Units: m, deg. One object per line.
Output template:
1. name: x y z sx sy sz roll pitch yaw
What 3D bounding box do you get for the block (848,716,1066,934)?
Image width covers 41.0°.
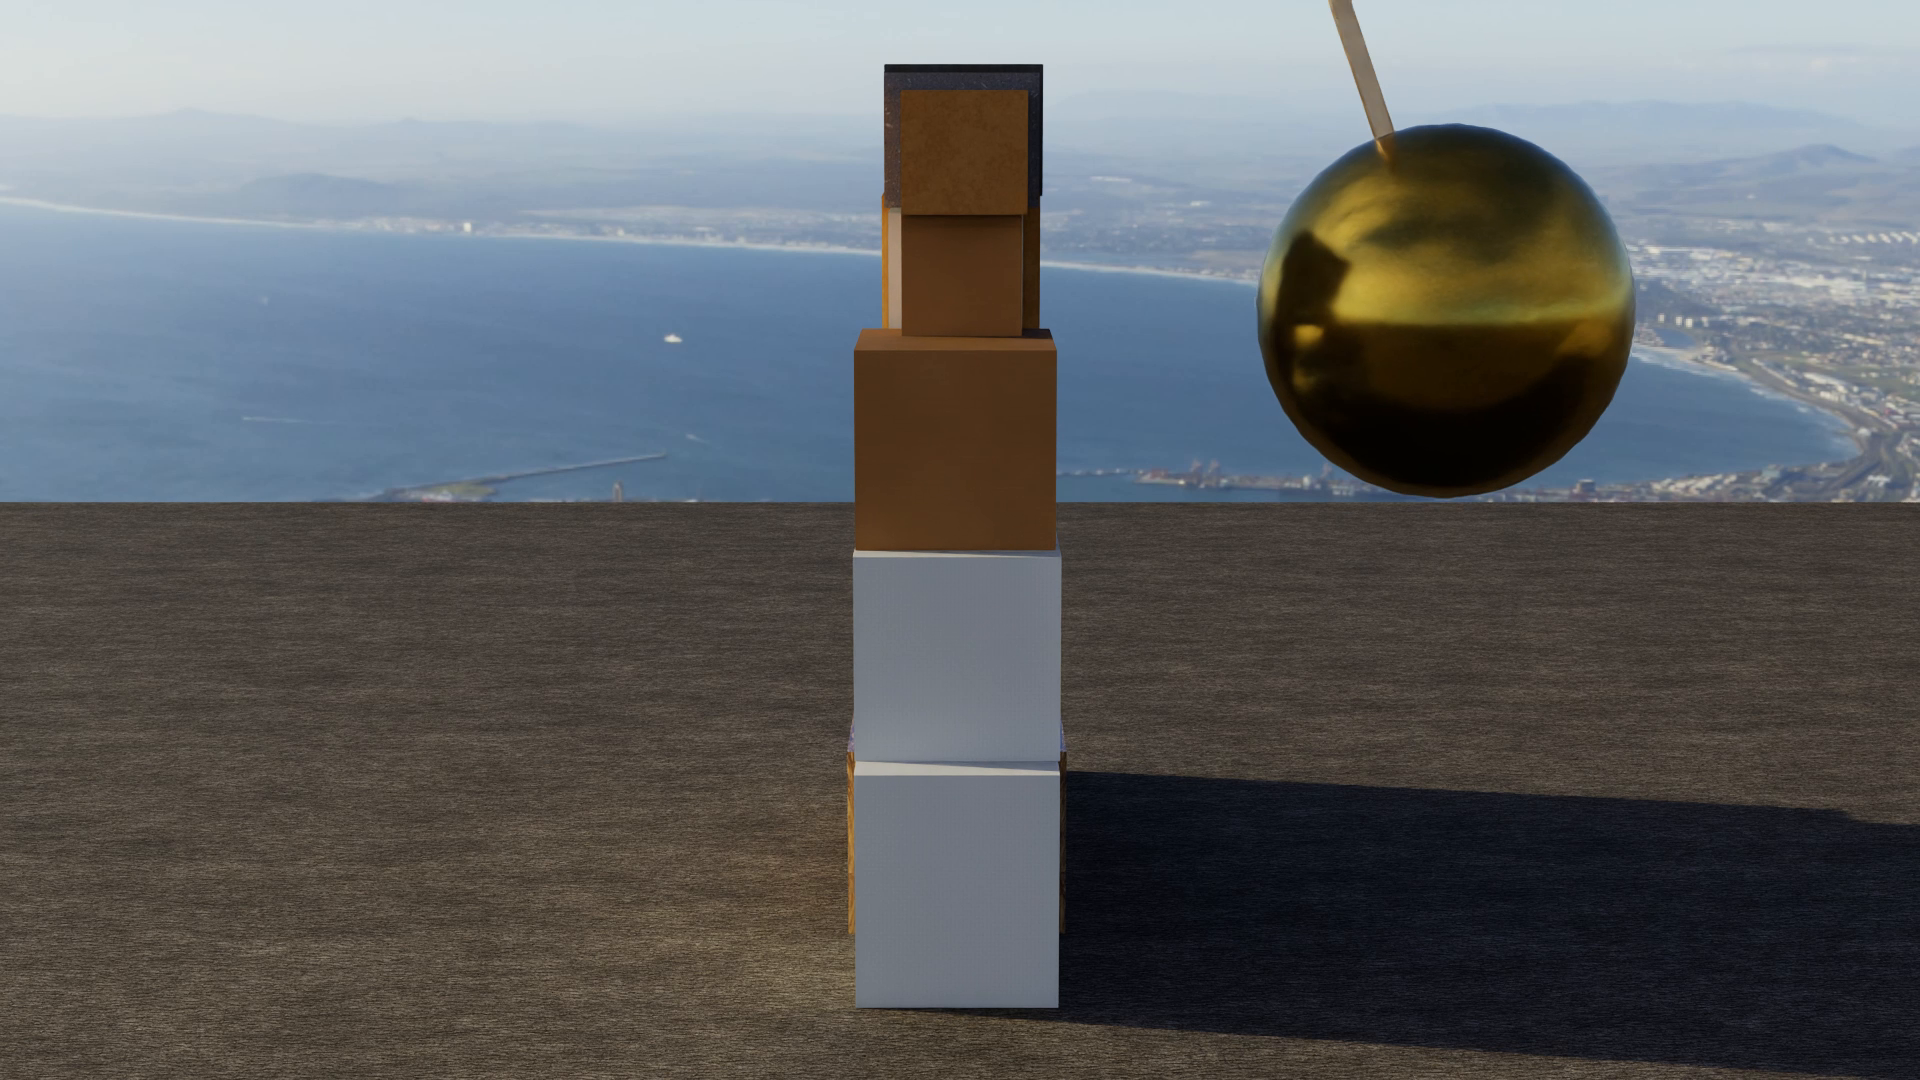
1. block: -0.013 1.164 10.996 0.896 0.776 0.922 0 10 0

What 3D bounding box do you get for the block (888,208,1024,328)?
1. block: -0.018 -1.100 10.913 0.558 0.607 0.523 0 10 0

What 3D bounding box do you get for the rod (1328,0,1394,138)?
1. rod: 0.899 -4.117 10.432 0.080 5.200 0.080 -20 10 4

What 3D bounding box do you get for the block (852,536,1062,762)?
1. block: -0.010 0.384 10.123 0.786 0.793 0.794 0 10 0

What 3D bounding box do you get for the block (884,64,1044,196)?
1. block: 0.016 -1.831 11.415 0.684 0.561 0.709 0 10 0

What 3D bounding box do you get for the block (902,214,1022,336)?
1. block: 0.007 -1.094 10.392 0.475 0.486 0.504 0 10 0

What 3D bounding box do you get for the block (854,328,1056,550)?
1. block: -0.017 -0.412 10.142 0.765 0.766 0.838 0 10 0

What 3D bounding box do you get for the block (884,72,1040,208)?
1. block: 0.007 -1.677 10.746 0.631 0.542 0.652 0 9 0

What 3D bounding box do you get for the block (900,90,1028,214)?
1. block: 0.017 -1.544 10.183 0.492 0.475 0.494 0 10 0

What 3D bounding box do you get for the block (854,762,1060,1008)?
1. block: -0.011 1.255 10.104 0.772 0.915 0.846 0 10 0

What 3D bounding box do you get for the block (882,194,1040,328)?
1. block: 0.004 -1.234 11.465 0.687 0.632 0.610 0 10 0

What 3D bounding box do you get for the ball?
1. ball: 2.074 -0.978 11.003 1.600 1.600 1.600 0 10 0
